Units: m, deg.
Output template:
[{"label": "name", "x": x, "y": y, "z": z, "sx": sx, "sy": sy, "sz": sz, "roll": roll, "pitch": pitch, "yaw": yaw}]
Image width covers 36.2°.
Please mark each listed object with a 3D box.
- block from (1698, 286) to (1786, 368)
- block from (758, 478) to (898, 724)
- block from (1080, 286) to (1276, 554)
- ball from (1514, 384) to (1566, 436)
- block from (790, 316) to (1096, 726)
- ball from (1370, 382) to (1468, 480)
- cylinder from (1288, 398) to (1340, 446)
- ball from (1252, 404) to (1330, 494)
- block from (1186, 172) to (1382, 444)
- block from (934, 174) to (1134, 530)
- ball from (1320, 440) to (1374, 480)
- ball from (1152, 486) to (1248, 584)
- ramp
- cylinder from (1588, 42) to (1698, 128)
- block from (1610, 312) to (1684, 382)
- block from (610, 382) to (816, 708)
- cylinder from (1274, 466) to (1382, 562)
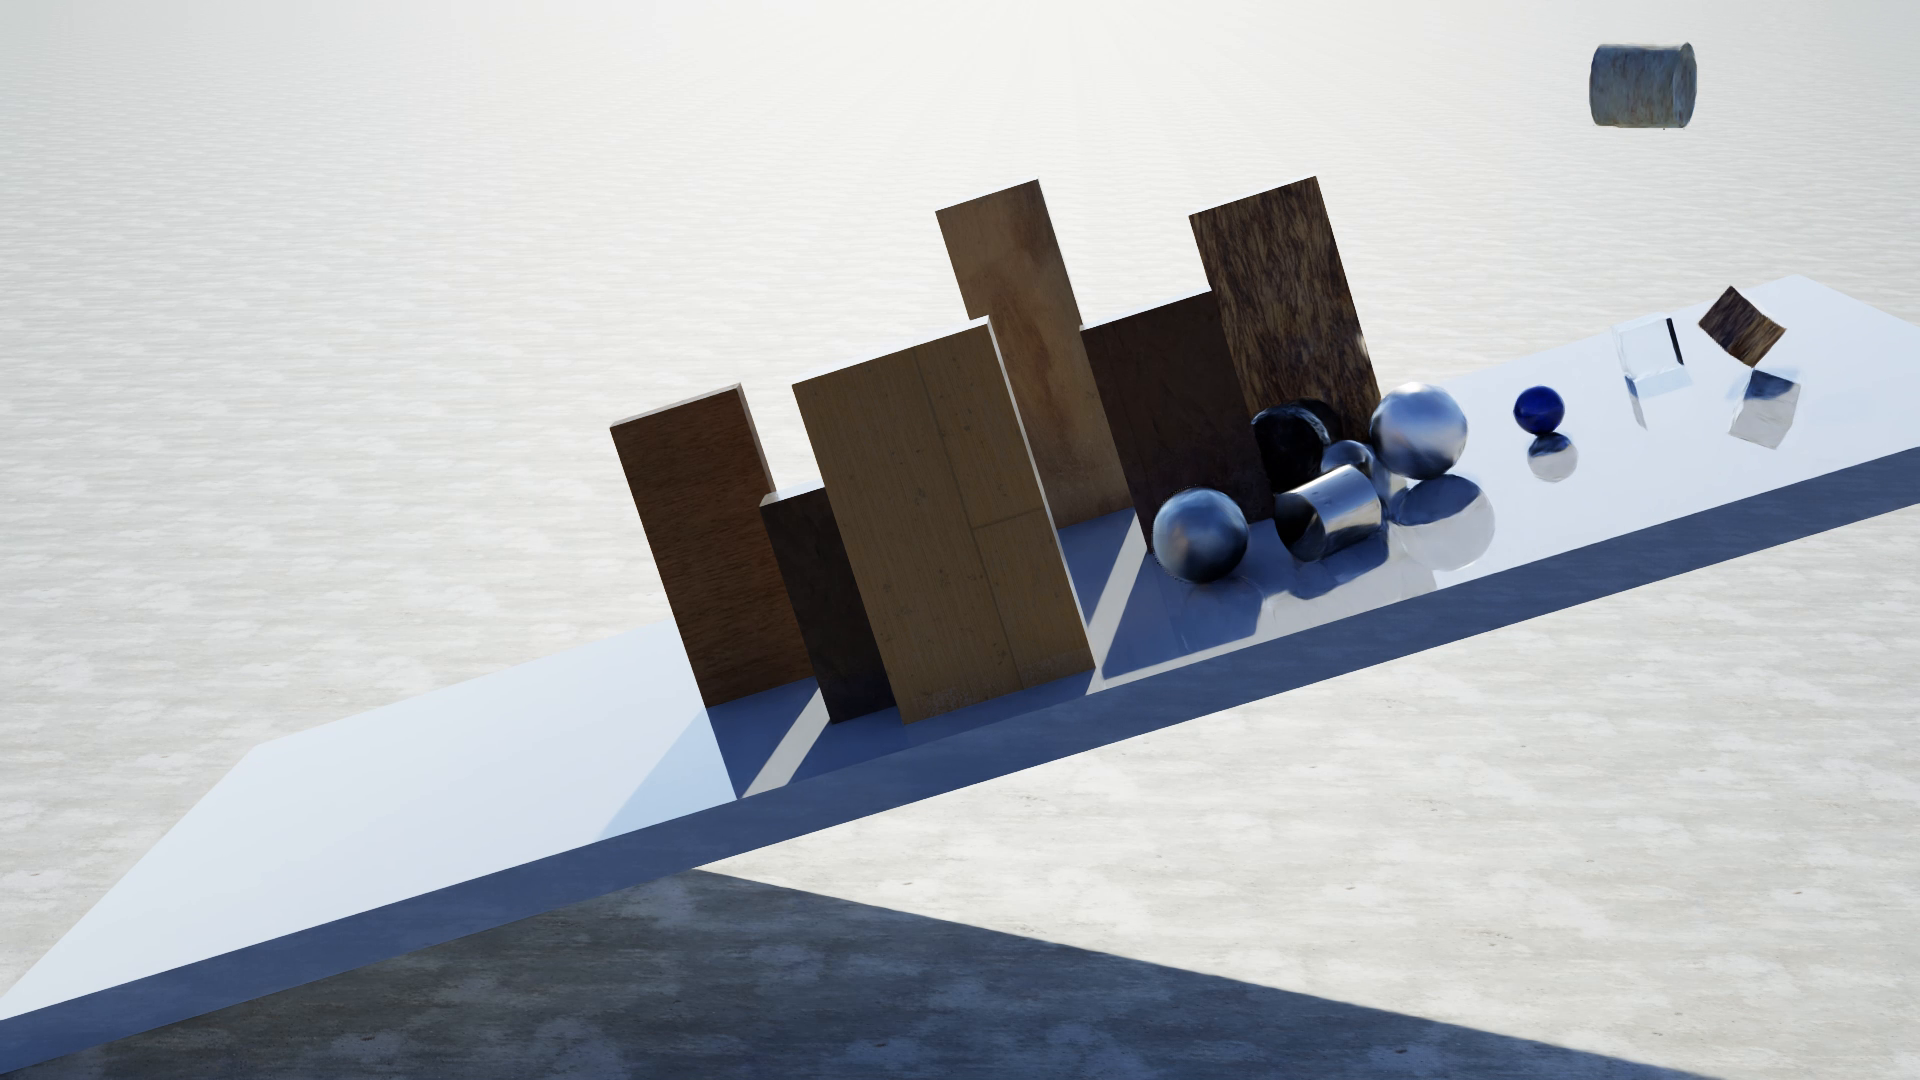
[{"label": "block", "x": 1.648, "y": -0.449, "z": 6.198, "sx": 0.107, "sy": 0.107, "sz": 0.107, "roll": 22, "pitch": 24, "yaw": -42}, {"label": "block", "x": -0.187, "y": 0.096, "z": 5.713, "sx": 0.266, "sy": 0.451, "sz": 0.129, "roll": -17, "pitch": 10, "yaw": 5}, {"label": "block", "x": 0.469, "y": -0.256, "z": 6.295, "sx": 0.290, "sy": 0.505, "sz": 0.092, "roll": -17, "pitch": 10, "yaw": 5}, {"label": "ball", "x": 1.225, "y": -0.275, "z": 6.222, "sx": 0.108, "sy": 0.108, "sz": 0.108, "roll": 0, "pitch": 11, "yaw": 0}, {"label": "block", "x": -0.026, "y": -0.035, "z": 5.497, "sx": 0.377, "sy": 0.676, "sz": 0.119, "roll": -17, "pitch": 10, "yaw": 5}, {"label": "ball", "x": 0.960, "y": -0.228, "z": 6.151, "sx": 0.205, "sy": 0.205, "sz": 0.205, "roll": 0, "pitch": 11, "yaw": 0}, {"label": "cylinder", "x": 0.770, "y": -0.231, "z": 6.639, "sx": 0.150, "sy": 0.150, "sz": 0.150, "roll": 4, "pitch": 17, "yaw": 17}, {"label": "ball", "x": 0.712, "y": -0.197, "z": 6.430, "sx": 0.198, "sy": 0.198, "sz": 0.198, "roll": 0, "pitch": 11, "yaw": 0}, {"label": "block", "x": 0.754, "y": -0.494, "z": 6.727, "sx": 0.301, "sy": 0.622, "sz": 0.081, "roll": -17, "pitch": 10, "yaw": 5}, {"label": "block", "x": 0.183, "y": -0.431, "z": 6.882, "sx": 0.249, "sy": 0.797, "sz": 0.121, "roll": -17, "pitch": 10, "yaw": 5}, {"label": "ball", "x": 0.826, "y": -0.157, "z": 6.270, "sx": 0.113, "sy": 0.113, "sz": 0.113, "roll": 0, "pitch": 11, "yaw": 0}, {"label": "ball", "x": 0.479, "y": -0.010, "z": 5.863, "sx": 0.192, "sy": 0.192, "sz": 0.192, "roll": 0, "pitch": 11, "yaw": 0}, {"label": "ramp", "x": 0.099, "y": 0.183, "z": 6.312, "sx": 4.000, "sy": 0.100, "sz": 2.000, "roll": -17, "pitch": 10, "yaw": 5}, {"label": "cylinder", "x": 1.415, "y": -0.942, "z": 6.090, "sx": 0.175, "sy": 0.175, "sz": 0.175, "roll": 6, "pitch": 13, "yaw": 29}, {"label": "block", "x": 1.520, "y": -0.429, "z": 6.508, "sx": 0.114, "sy": 0.114, "sz": 0.114, "roll": -17, "pitch": 10, "yaw": 4}, {"label": "block", "x": -0.498, "y": 0.013, "z": 6.180, "sx": 0.280, "sy": 0.629, "sz": 0.084, "roll": -17, "pitch": 10, "yaw": 5}, {"label": "cylinder", "x": 0.723, "y": -0.051, "z": 5.786, "sx": 0.149, "sy": 0.149, "sz": 0.149, "roll": -24, "pitch": 23, "yaw": -31}]
